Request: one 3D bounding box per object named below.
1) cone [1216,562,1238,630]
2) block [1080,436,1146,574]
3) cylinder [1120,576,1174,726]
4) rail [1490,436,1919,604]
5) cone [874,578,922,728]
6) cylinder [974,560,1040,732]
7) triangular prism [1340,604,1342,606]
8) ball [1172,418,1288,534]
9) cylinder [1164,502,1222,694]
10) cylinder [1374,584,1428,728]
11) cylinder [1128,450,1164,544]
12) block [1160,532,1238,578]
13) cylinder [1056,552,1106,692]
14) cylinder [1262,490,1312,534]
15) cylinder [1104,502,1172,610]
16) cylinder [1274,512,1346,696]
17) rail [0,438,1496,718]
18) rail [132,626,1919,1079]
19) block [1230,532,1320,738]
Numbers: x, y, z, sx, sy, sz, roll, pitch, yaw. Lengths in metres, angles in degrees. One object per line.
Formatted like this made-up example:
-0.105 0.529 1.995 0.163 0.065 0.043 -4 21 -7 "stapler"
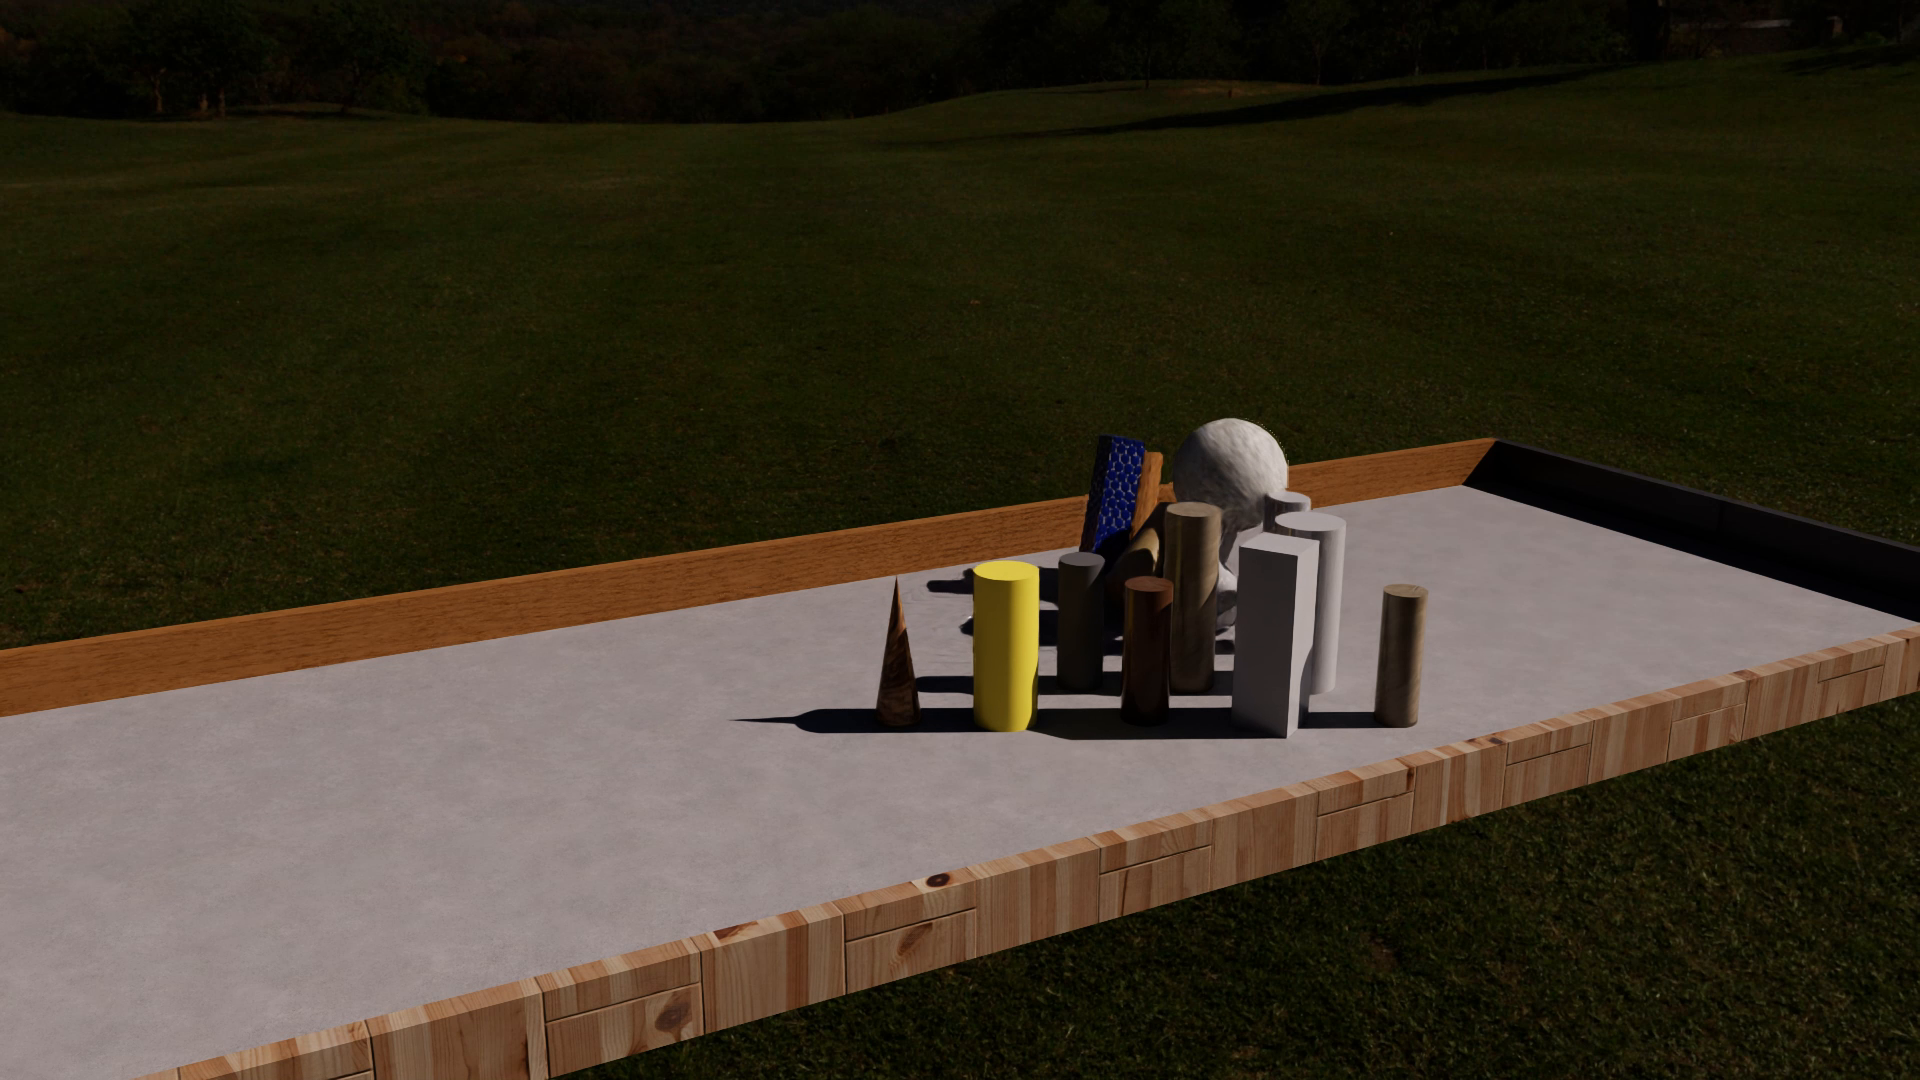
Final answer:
0.656 0.055 4.508 0.165 0.360 0.165 -24 -20 -9 "cone"
0.434 -0.076 4.791 0.103 0.440 0.103 9 2 -18 "block"
0.439 0.262 3.874 0.115 0.333 0.115 0 16 0 "cylinder"
2.466 -0.048 5.253 0.050 0.150 2.100 -9 18 -27 "rail"
-0.147 0.253 3.859 0.115 0.358 0.115 0 16 0 "cone"
0.107 0.248 3.855 0.152 0.370 0.152 0 16 0 "cylinder"
0.952 0.039 4.559 0.092 0.372 0.079 -14 38 26 "triangular prism"
0.722 -0.172 4.423 0.307 0.307 0.307 0 16 0 "ball"
0.567 0.143 4.063 0.134 0.454 0.134 0 16 0 "cylinder"
1.031 0.271 3.861 0.101 0.322 0.101 0 16 0 "cylinder"
0.507 -0.084 4.933 0.158 0.371 0.158 7 3 0 "cylinder"
0.701 -0.022 4.649 0.120 0.438 0.120 18 -12 27 "block"
0.299 0.203 4.086 0.114 0.326 0.114 0 16 0 "cylinder"
0.836 0.084 4.328 0.112 0.410 0.112 5 17 -1 "cylinder"
0.537 0.047 4.692 0.134 0.134 0.311 14 55 40 "cylinder"
0.854 0.156 4.079 0.172 0.420 0.172 0 16 0 "cylinder"
-3.305 0.497 3.399 12.000 0.150 0.050 -9 18 -27 "rail"
-2.336 1.006 1.665 12.000 0.150 0.050 -9 18 -27 "rail"
0.730 0.219 3.828 0.139 0.440 0.139 10 19 30 "block"
